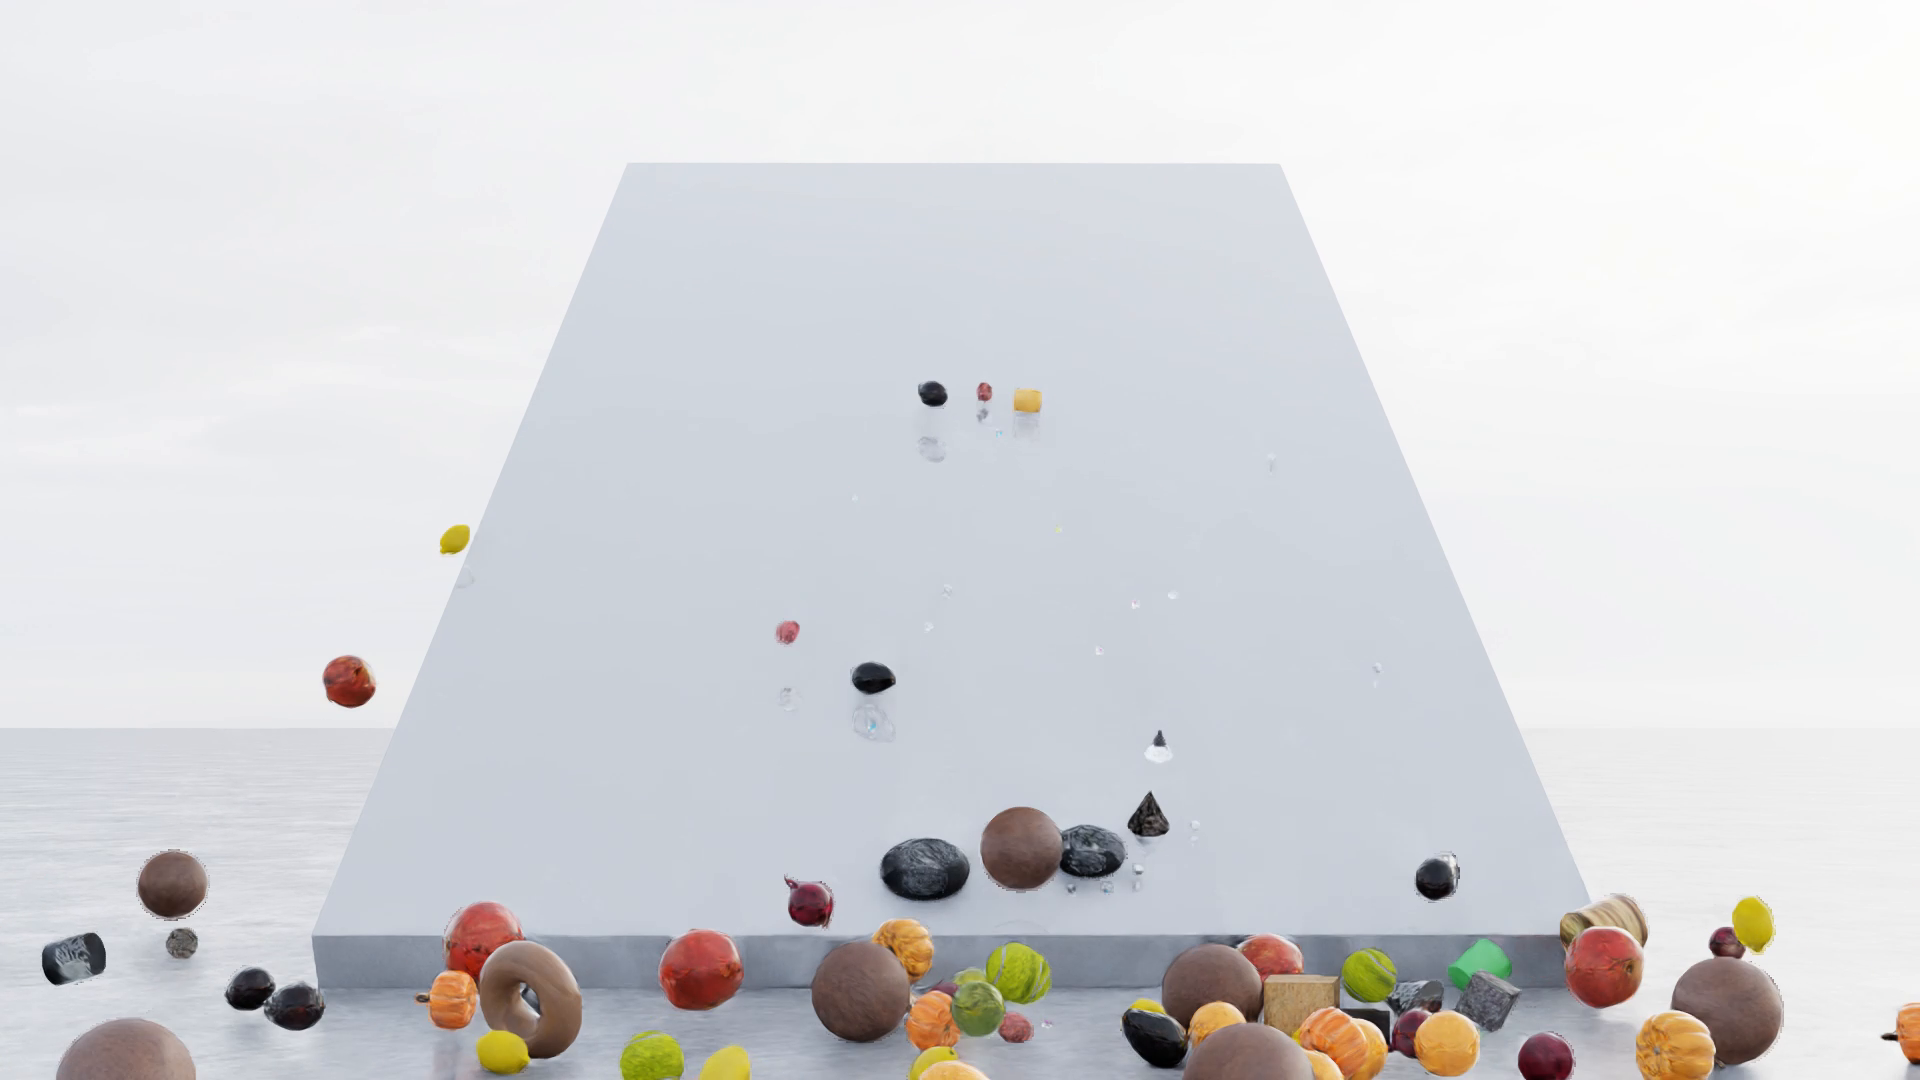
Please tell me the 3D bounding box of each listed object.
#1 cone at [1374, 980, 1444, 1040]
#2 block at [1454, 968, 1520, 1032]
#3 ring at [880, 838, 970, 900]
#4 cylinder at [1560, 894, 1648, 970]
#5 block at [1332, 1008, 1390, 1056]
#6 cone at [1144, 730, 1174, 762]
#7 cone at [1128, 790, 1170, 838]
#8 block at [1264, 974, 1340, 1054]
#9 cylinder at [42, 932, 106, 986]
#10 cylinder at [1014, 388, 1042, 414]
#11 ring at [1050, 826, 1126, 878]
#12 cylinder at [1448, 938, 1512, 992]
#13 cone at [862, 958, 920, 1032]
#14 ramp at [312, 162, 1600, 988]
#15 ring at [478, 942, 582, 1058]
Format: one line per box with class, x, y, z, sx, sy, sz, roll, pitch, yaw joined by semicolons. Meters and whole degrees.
cone;0.576;0.600;3.095;0.082;0.082;0.082;21;11;41
block;0.713;0.622;3.188;0.058;0.058;0.058;29;8;23
ring;-0.056;0.525;3.764;0.143;0.048;0.143;-1;26;0
cylinder;0.975;0.595;3.576;0.092;0.092;0.092;-15;3;-26
block;0.494;0.606;2.907;0.054;0.054;0.054;3;-9;-9
cone;0.348;0.352;4.114;0.050;0.050;0.050;0;26;0
cone;0.314;0.443;3.906;0.070;0.070;0.070;0;26;0
block;0.437;0.604;3.010;0.087;0.087;0.087;-1;-5;14
cylinder;-1.201;0.568;3.199;0.060;0.060;0.060;-15;-7;8
cylinder;0.157;-0.322;5.457;0.053;0.053;0.053;6;-3;12
ring;0.207;0.504;3.817;0.122;0.041;0.122;1;26;-1
cylinder;0.773;0.639;3.503;0.066;0.066;0.066;-36;9;-19
cone;-0.112;0.598;3.164;0.090;0.090;0.090;-28;-9;-5
ramp;-0.010;-0.228;5.461;2.000;0.100;4.000;0;26;0
ring;-0.522;0.558;2.865;0.150;0.150;0.050;-3;11;33
